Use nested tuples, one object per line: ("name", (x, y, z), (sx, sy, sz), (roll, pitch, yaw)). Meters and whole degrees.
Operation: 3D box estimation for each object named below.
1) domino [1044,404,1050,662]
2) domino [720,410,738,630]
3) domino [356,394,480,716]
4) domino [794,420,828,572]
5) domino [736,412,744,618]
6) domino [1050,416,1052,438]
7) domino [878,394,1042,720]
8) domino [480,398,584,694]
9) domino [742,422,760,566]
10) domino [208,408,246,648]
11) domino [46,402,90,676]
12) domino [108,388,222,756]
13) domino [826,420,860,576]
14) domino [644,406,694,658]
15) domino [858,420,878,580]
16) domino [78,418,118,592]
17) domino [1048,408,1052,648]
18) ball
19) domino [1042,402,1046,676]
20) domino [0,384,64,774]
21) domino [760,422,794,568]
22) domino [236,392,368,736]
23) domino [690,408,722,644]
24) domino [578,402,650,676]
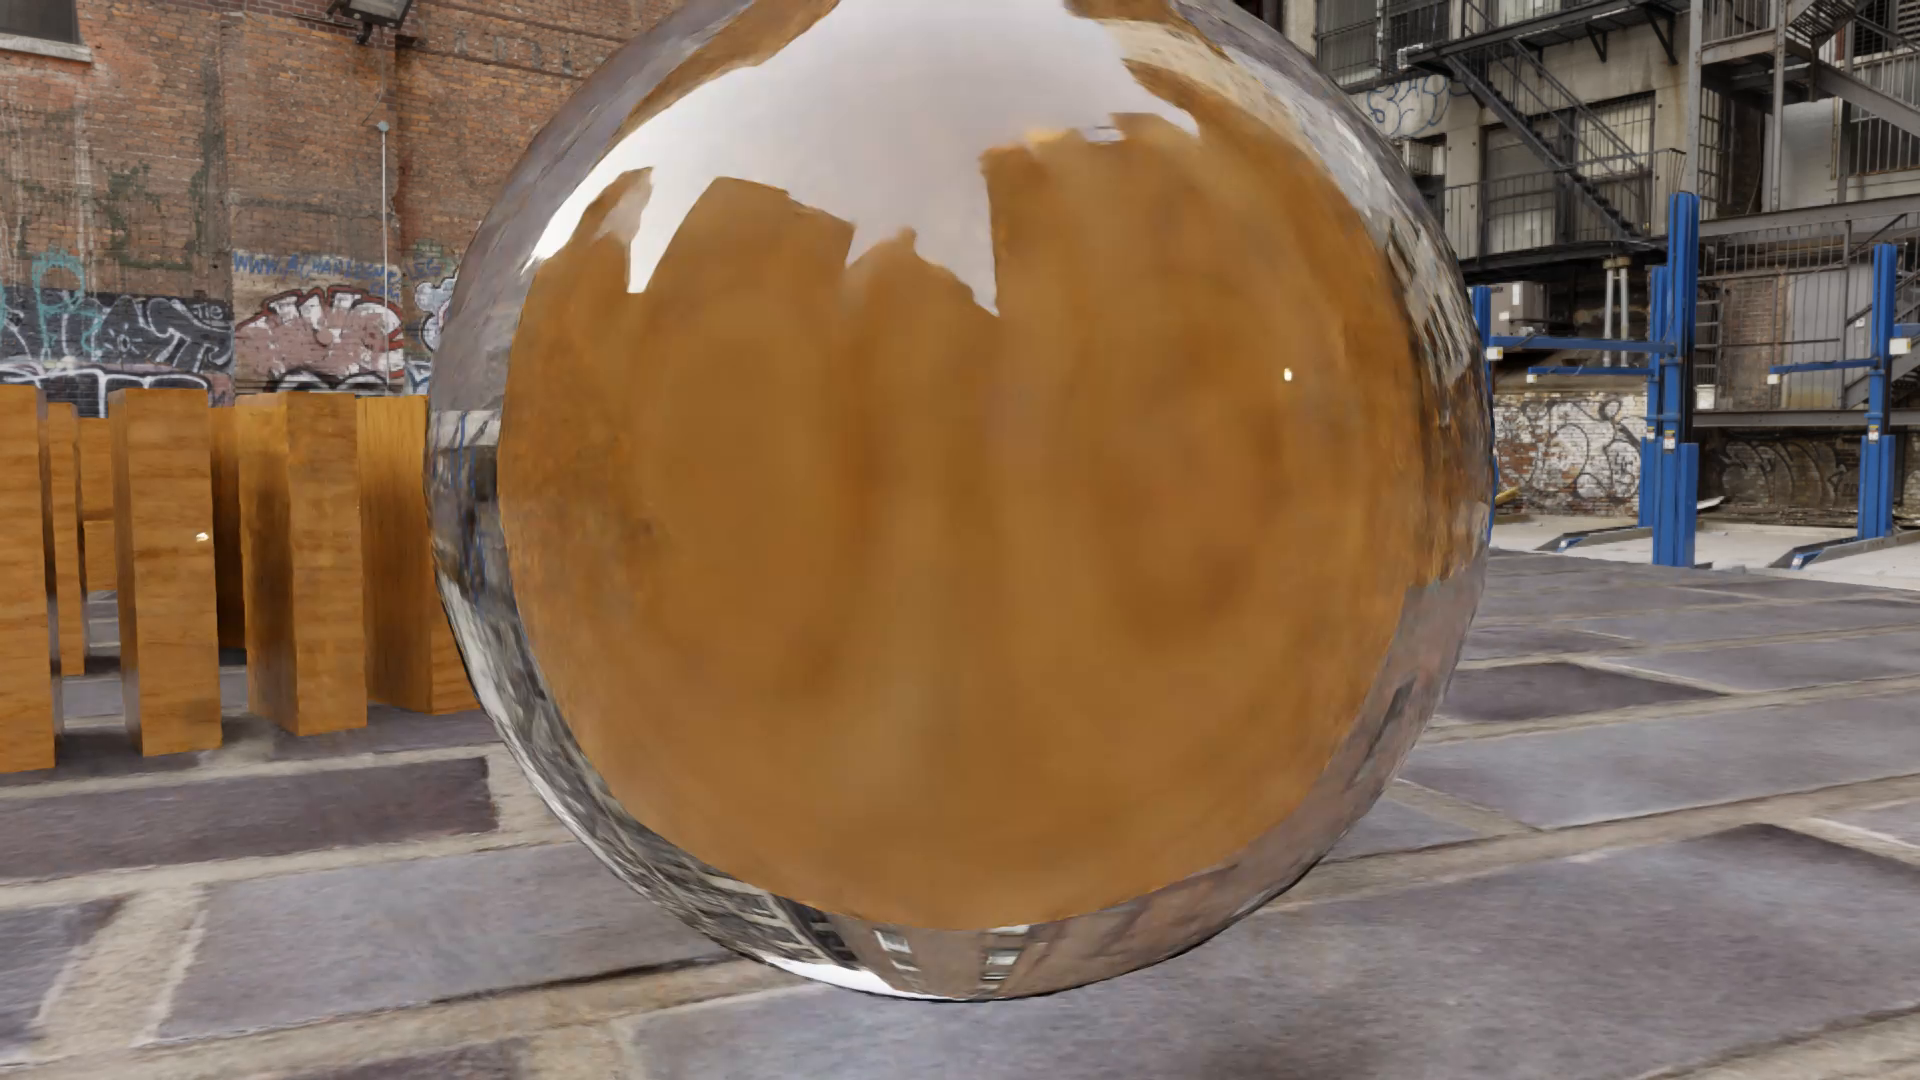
("domino", (0.005, -0.002, 0.255), (0.025, 0.050, 0.009), (0, 4, 6))
("domino", (-0.065, -0.005, 0.295), (0.025, 0.050, 0.009), (0, 4, 0))
("domino", (-0.089, 0.002, 0.211), (0.025, 0.050, 0.009), (3, 5, 38))
("domino", (-0.044, -0.015, 0.437), (0.009, 0.050, 0.025), (4, 6, 43))
("domino", (-0.066, -0.006, 0.313), (0.025, 0.050, 0.010), (-1, 4, -7))
("domino", (0.008, -0.004, 0.290), (0.025, 0.050, 0.009), (0, 4, 3))
("domino", (0.000, 0.002, 0.201), (0.025, 0.050, 0.010), (0, 4, 0))
("domino", (-0.079, 0.001, 0.226), (0.025, 0.050, 0.009), (2, 5, 27))
("domino", (-0.072, -0.017, 0.459), (0.009, 0.050, 0.025), (3, 5, 35))
("domino", (-0.149, -0.003, 0.270), (0.025, 0.050, 0.009), (2, 5, 20))
("domino", (-0.173, -0.001, 0.243), (0.009, 0.050, 0.025), (-3, 5, -32))
("domino", (-0.115, 0.004, 0.185), (0.009, 0.050, 0.025), (-3, 5, -38))
("domino", (-0.031, -0.014, 0.424), (0.025, 0.050, 0.009), (-4, 6, -42))
("domino", (-0.068, -0.002, 0.260), (0.025, 0.050, 0.010), (1, 4, 11))
("domino", (-0.019, -0.013, 0.410), (0.025, 0.050, 0.009), (-3, 5, -38))
("domino", (-0.259, -0.011, 0.380), (0.025, 0.050, 0.009), (4, 6, 41))
("domino", (0.007, -0.003, 0.273), (0.025, 0.050, 0.010), (0, 4, 5))
("ball", (0.000, -0.005, 0.103), (0.080, 0.080, 0.080), (0, 4, 0))
("domino", (0.003, 0.000, 0.237), (0.025, 0.050, 0.009), (0, 4, 6))
("domino", (-0.130, 0.004, 0.175), (0.010, 0.050, 0.025), (-3, 5, -33))
("domino", (-0.057, -0.016, 0.449), (0.009, 0.050, 0.025), (3, 6, 39))
("domino", (-0.101, 0.003, 0.197), (0.009, 0.050, 0.025), (-4, 6, -44))
("domino", (-0.065, -0.003, 0.277), (0.025, 0.050, 0.010), (0, 4, 5))
("domino", (-0.073, -0.001, 0.242), (0.025, 0.050, 0.009), (1, 5, 18))
